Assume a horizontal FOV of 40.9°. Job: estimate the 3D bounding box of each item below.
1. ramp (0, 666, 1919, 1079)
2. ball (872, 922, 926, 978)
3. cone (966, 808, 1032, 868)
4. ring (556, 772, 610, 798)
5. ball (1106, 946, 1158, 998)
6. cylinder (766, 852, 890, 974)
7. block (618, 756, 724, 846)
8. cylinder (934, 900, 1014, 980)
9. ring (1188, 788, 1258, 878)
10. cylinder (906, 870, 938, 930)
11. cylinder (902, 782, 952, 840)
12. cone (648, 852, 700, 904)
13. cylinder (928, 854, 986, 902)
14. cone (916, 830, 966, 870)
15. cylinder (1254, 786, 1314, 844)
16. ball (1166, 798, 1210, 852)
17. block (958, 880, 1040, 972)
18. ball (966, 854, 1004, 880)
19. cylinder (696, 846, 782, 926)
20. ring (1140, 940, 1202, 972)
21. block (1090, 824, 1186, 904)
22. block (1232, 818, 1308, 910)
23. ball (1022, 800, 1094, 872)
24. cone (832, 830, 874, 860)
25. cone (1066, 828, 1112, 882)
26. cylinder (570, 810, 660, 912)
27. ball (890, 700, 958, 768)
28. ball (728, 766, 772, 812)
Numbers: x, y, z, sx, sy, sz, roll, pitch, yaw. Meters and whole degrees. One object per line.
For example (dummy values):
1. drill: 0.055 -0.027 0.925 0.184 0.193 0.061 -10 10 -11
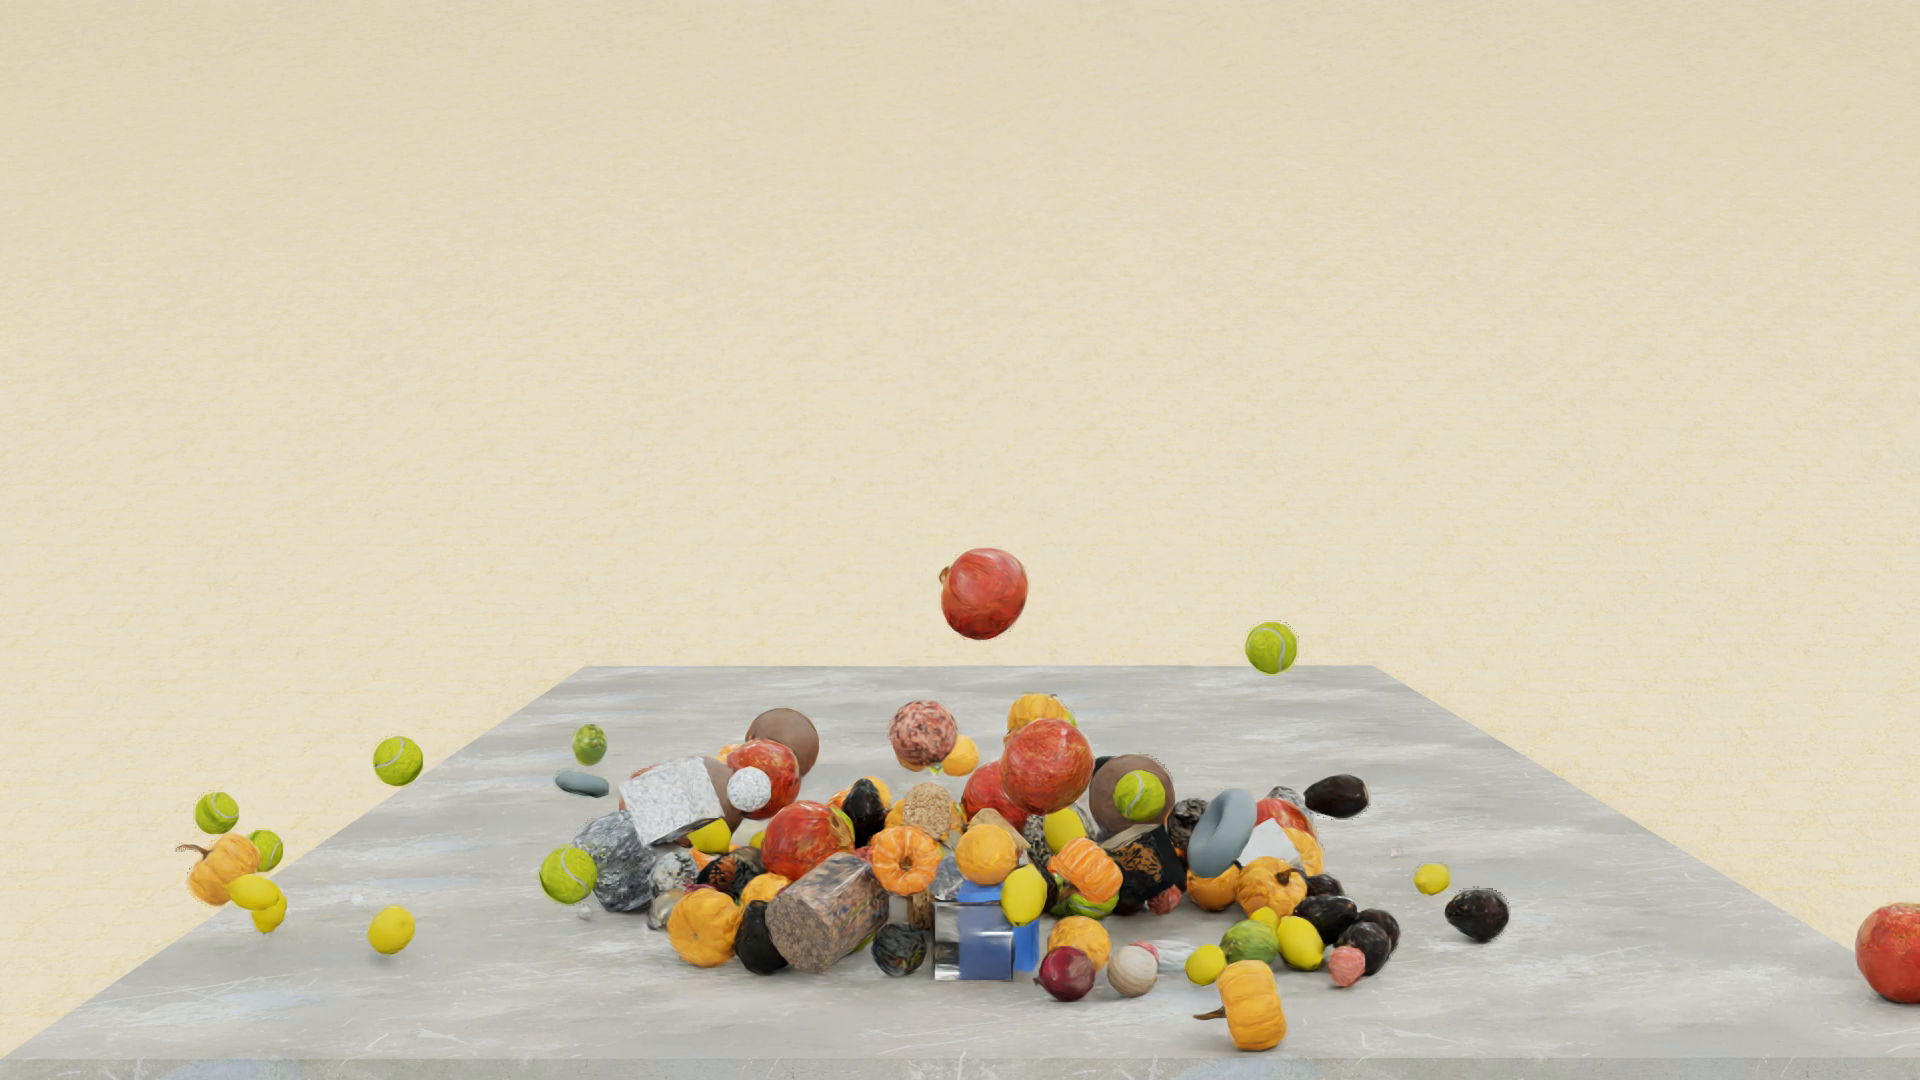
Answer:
1. ramp: 0.051 0.465 4.534 2.000 0.100 4.000 0 3 0
2. ball: -0.069 0.462 2.903 0.062 0.062 0.062 0 22 0
3. cone: 0.059 0.367 3.126 0.075 0.075 0.075 5 20 40
4. ring: -0.551 0.357 3.755 0.080 0.027 0.080 10 -14 2
5. ball: 0.188 0.470 2.801 0.056 0.056 0.056 0 22 0
6. cylinder: -0.148 0.418 2.884 0.100 0.100 0.100 16 32 33
7. block: -0.340 0.308 3.038 0.077 0.077 0.077 -26 -11 16
8. cylinder: 0.015 0.450 2.886 0.088 0.088 0.088 0 22 -2
9. ring: 0.311 0.348 3.053 0.039 0.118 0.118 31 20 -10
10. cylinder: -0.026 0.441 3.151 0.071 0.071 0.071 1 22 -8
11. cylinder: -0.037 0.307 2.912 0.055 0.055 0.055 0 6 0
12. cone: -0.341 0.442 3.259 0.077 0.077 0.077 -18 21 -37
13. cylinder: 0.002 0.419 3.078 0.061 0.061 0.061 -17 47 19
14. cone: -0.011 0.440 3.487 0.072 0.072 0.072 -14 51 18
15. cylinder: 0.453 0.403 3.672 0.074 0.074 0.074 29 30 -19
16. ball: 0.301 0.368 3.312 0.071 0.071 0.071 0 22 0
17. block: 0.045 0.446 2.977 0.088 0.088 0.088 0 3 6
18. ball: 0.033 0.439 3.490 0.052 0.052 0.052 0 22 0
19. cylinder: -0.277 0.434 3.223 0.087 0.087 0.087 5 3 12
20. ring: 0.240 0.478 2.952 0.077 0.026 0.077 3 5 0
21. block: 0.221 0.402 3.196 0.073 0.073 0.073 -26 5 -22
22. block: 0.393 0.414 3.289 0.069 0.069 0.069 -29 48 -7
23. ball: 0.131 0.392 3.409 0.095 0.095 0.095 0 22 0
24. cone: -0.152 0.446 3.609 0.057 0.057 0.057 1 40 2
25. cone: 0.178 0.446 3.499 0.082 0.082 0.082 -28 30 -13
26. cylinder: -0.436 0.411 3.289 0.092 0.092 0.092 -20 24 9
27. ball: -0.051 0.270 3.605 0.095 0.095 0.095 0 22 0
28. ball: -0.244 0.289 2.978 0.052 0.052 0.052 0 22 0
